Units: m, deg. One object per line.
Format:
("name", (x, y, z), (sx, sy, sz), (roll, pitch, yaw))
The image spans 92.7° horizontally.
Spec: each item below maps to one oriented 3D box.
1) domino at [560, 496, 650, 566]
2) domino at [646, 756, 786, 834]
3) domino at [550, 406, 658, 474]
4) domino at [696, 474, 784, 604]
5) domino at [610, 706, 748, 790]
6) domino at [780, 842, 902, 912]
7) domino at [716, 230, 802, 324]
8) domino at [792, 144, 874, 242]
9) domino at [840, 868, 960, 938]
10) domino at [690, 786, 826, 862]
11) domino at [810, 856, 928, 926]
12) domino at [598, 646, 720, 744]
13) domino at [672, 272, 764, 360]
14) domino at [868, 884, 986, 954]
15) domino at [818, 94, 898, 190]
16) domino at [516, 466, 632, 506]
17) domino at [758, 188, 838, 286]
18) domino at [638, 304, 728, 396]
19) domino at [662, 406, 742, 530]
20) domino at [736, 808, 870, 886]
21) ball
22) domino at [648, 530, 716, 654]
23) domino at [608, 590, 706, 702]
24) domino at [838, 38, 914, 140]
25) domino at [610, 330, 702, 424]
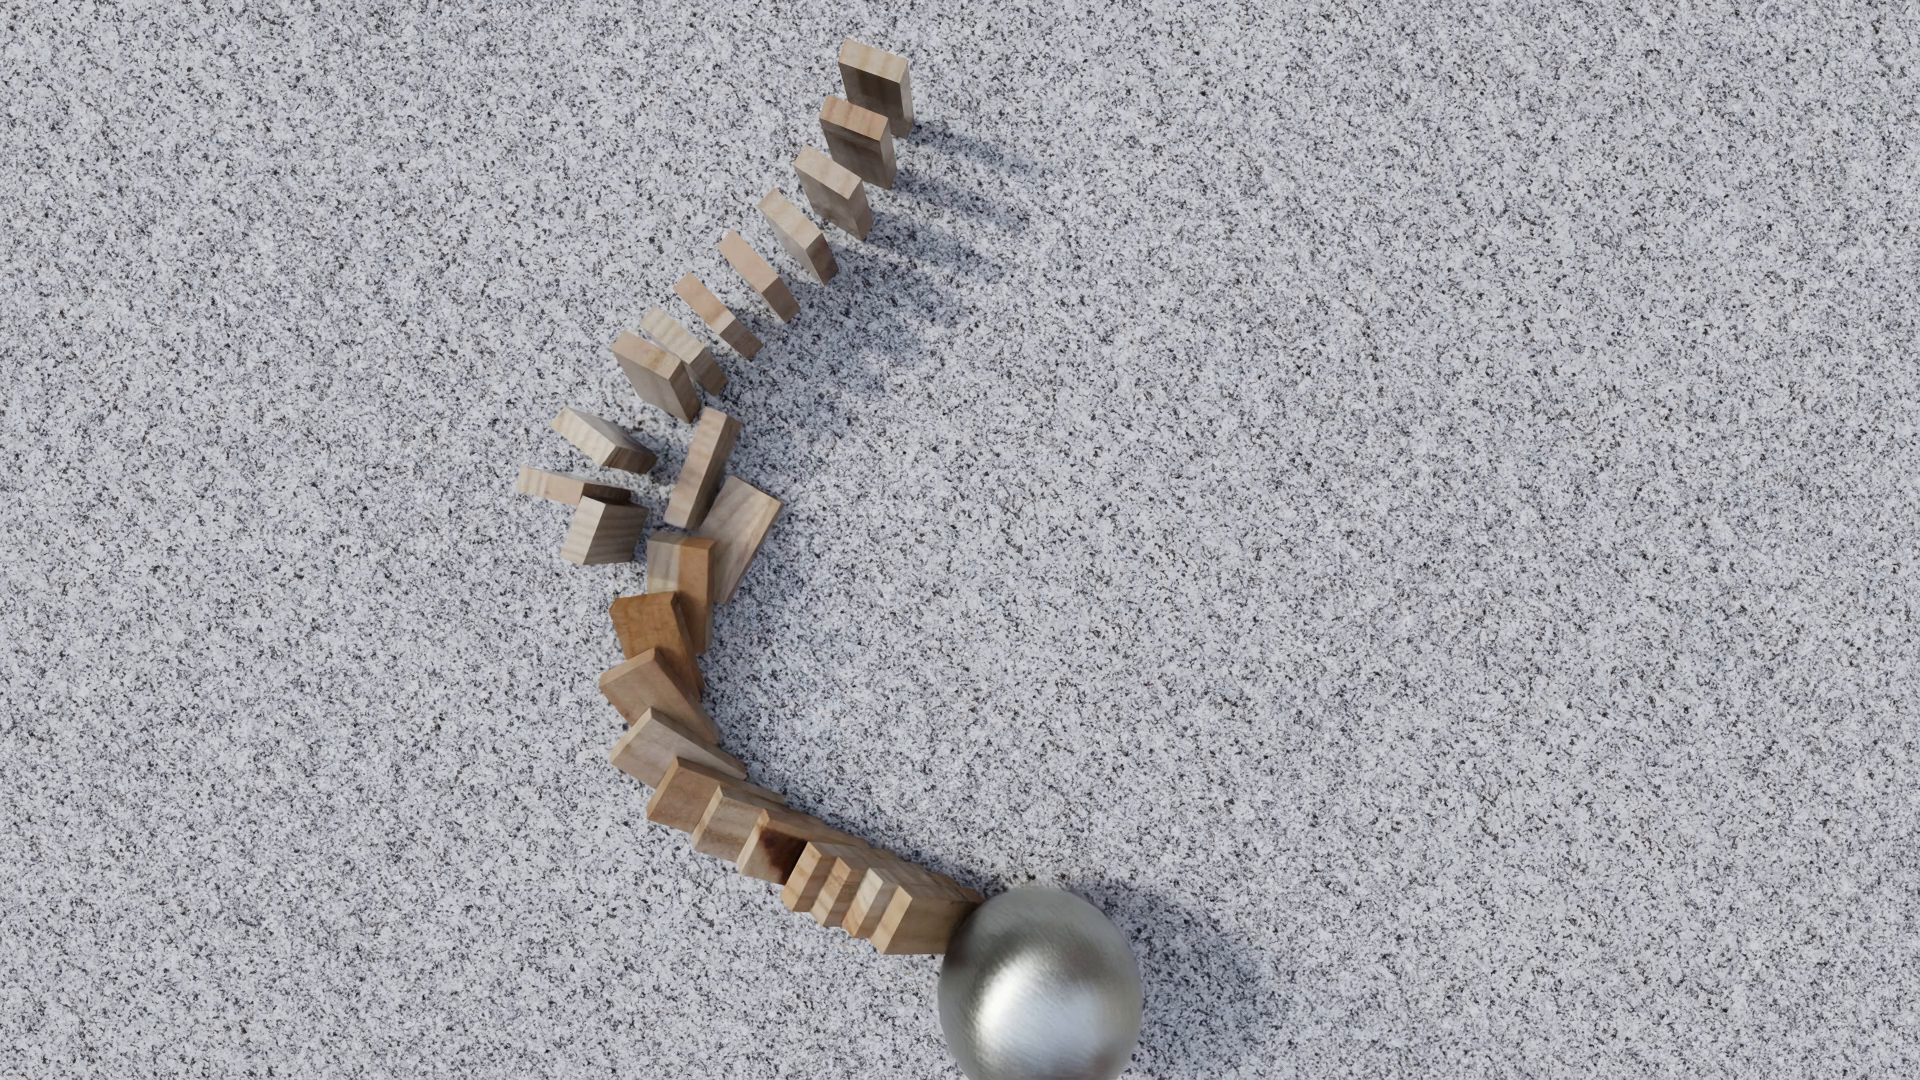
("domino", (-0.144, -0.004, 0.375), (0.009, 0.050, 0.025), (21, 90, 0))
("domino", (-0.102, 0.112, 0.384), (0.050, 0.010, 0.025), (30, 91, -27))
("domino", (-0.144, -0.040, 0.375), (0.025, 0.050, 0.010), (38, 90, 0))
("domino", (-0.099, 0.000, 0.395), (0.025, 0.009, 0.050), (30, 90, 0))
("domino", (-0.117, 0.094, 0.384), (0.025, 0.010, 0.050), (-48, 118, 1))
("domino", (-0.048, 0.140, 0.379), (0.010, 0.050, 0.025), (28, 90, 44))
("domino", (-0.081, -0.107, 0.375), (0.009, 0.050, 0.025), (-44, 90, 0))
("domino", (-0.051, -0.141, 0.375), (0.025, 0.050, 0.009), (32, 90, 0))
("domino", (-0.024, 0.151, 0.379), (0.009, 0.050, 0.025), (28, 90, 44))
("domino", (-0.084, 0.124, 0.384), (0.050, 0.009, 0.025), (28, 90, -27))
("domino", (-0.036, 0.146, 0.379), (0.009, 0.050, 0.025), (28, 91, 44))
("domino", (-0.125, 0.071, 0.384), (0.025, 0.010, 0.050), (-27, 119, 0))
("domino", (-0.098, -0.091, 0.375), (0.010, 0.050, 0.025), (-45, 90, 0))
("domino", (-0.012, 0.157, 0.379), (0.010, 0.050, 0.025), (28, 90, 44))
("domino", (-0.041, -0.161, 0.375), (0.025, 0.050, 0.009), (21, 90, 0))
("domino", (-0.157, -0.021, 0.375), (0.025, 0.050, 0.009), (15, 90, 0))
("domino", (-0.065, -0.123, 0.375), (0.025, 0.050, 0.010), (43, 90, 0))
("domino", (-0.112, -0.076, 0.375), (0.025, 0.050, 0.010), (40, 83, 0))
("domino", (-0.108, -0.030, 0.387), (0.009, 0.025, 0.050), (21, 90, 1))
("domino", (-0.065, 0.133, 0.384), (0.050, 0.010, 0.025), (28, 90, -27))
("ball", (0.031, 0.179, 0.360), (0.080, 0.080, 0.080), (0, 90, 0))
("domino", (-0.117, 0.022, 0.385), (0.025, 0.009, 0.050), (9, 115, 1))
("domino", (-0.126, 0.046, 0.384), (0.025, 0.010, 0.050), (-8, 119, 0))
("domino", (-0.033, -0.183, 0.375), (0.025, 0.050, 0.009), (19, 90, 0))
("domino", (-0.123, -0.065, 0.375), (0.025, 0.050, 0.010), (28, 75, 0))
